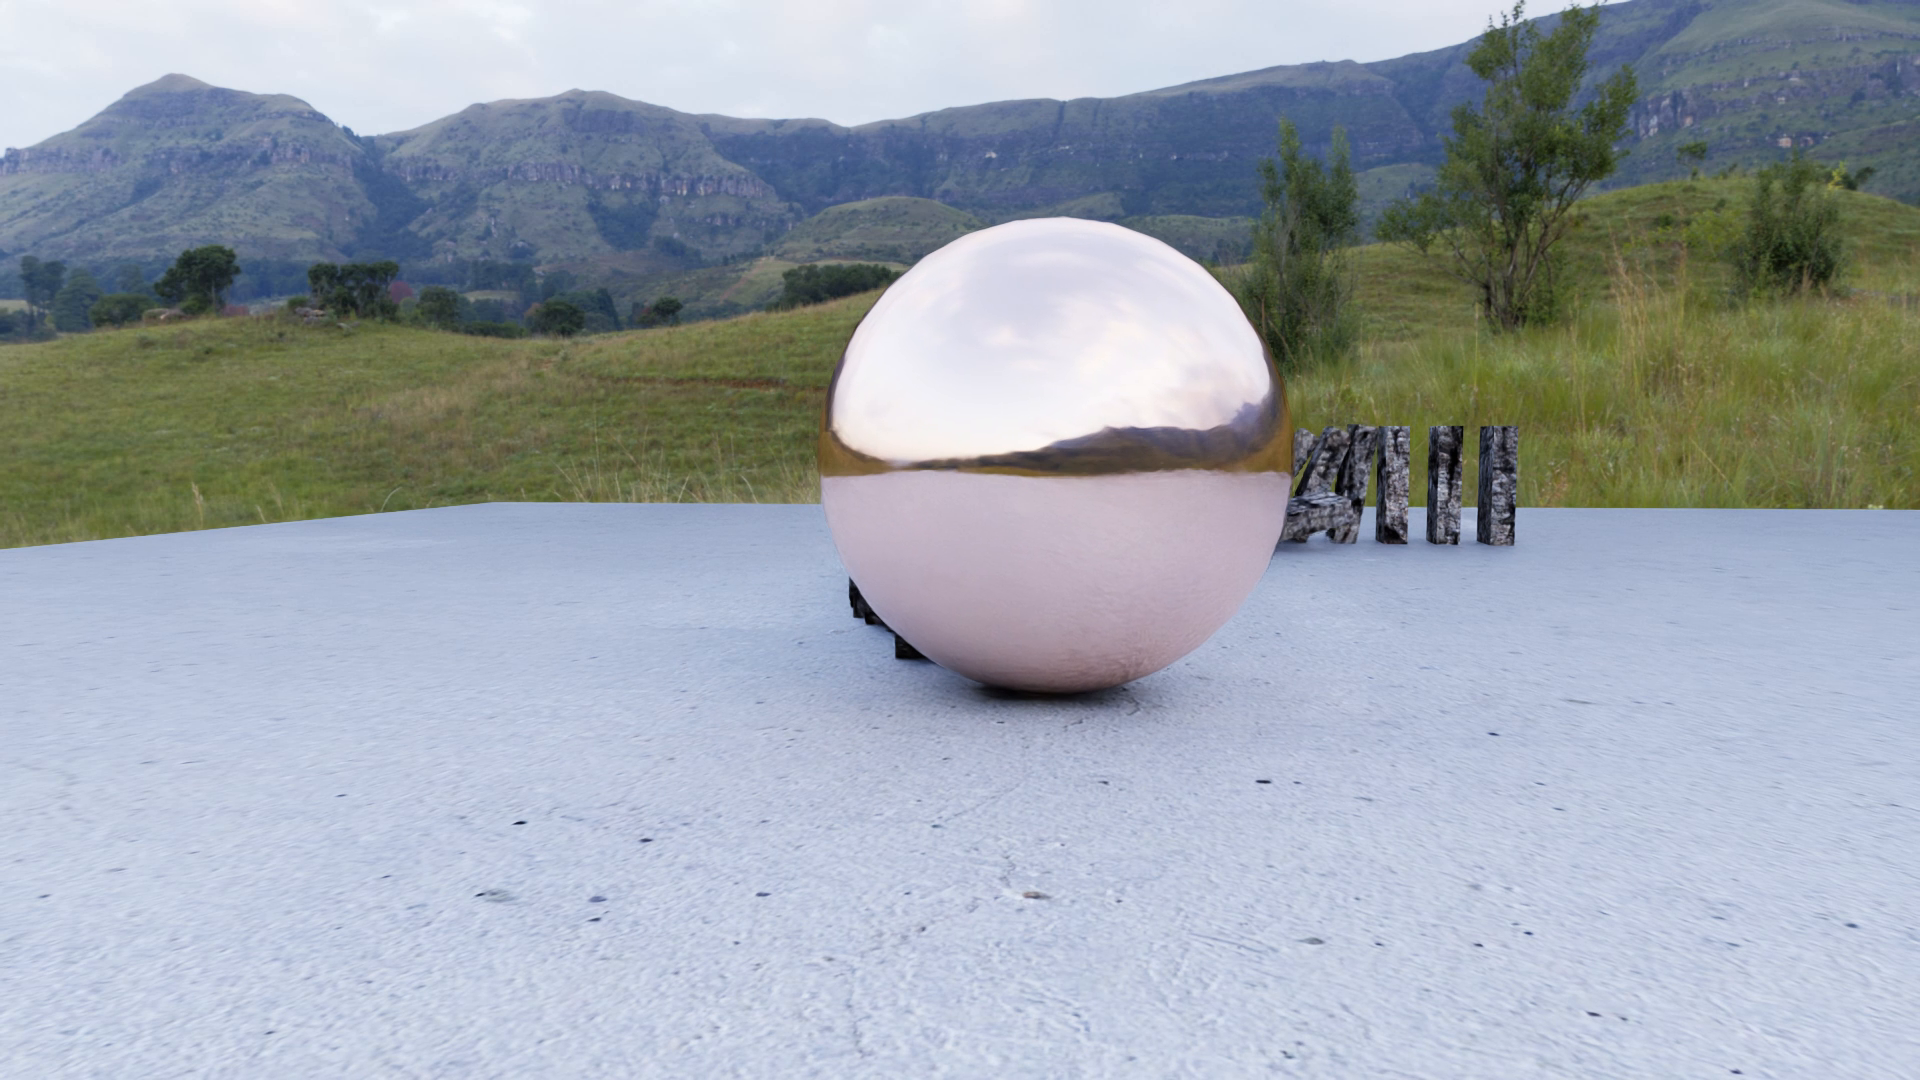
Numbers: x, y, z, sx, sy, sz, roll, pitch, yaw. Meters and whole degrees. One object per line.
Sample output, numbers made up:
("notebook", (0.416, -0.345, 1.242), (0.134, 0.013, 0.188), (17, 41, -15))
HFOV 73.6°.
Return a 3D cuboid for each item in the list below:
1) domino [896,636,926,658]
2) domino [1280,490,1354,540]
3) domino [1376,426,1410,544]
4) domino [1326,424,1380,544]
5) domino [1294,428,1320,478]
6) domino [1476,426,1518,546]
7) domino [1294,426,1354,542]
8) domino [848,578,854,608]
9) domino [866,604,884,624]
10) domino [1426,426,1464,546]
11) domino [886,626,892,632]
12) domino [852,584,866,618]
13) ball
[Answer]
("domino", (-0.001, 0.000, 0.265), (0.025, 0.050, 0.010), (0, -34, -3))
("domino", (0.129, -0.008, 0.514), (0.050, 0.010, 0.025), (-13, 13, -2))
("domino", (0.187, -0.024, 0.555), (0.009, 0.050, 0.025), (1, 4, 10))
("domino", (0.170, -0.025, 0.558), (0.010, 0.050, 0.025), (11, 6, 7))
("domino", (0.138, -0.025, 0.571), (0.009, 0.050, 0.025), (37, -15, -2))
("domino", (0.229, -0.024, 0.548), (0.010, 0.050, 0.025), (1, 4, 9))
("domino", (0.155, -0.024, 0.560), (0.009, 0.050, 0.025), (23, 7, 5))
("domino", (-0.016, 0.000, 0.353), (0.025, 0.009, 0.050), (0, 33, -1))
("domino", (-0.010, -0.003, 0.314), (0.025, 0.050, 0.009), (0, -37, -3))
("domino", (0.208, -0.024, 0.551), (0.009, 0.050, 0.025), (1, 4, 11))
("domino", (-0.005, -0.003, 0.301), (0.025, 0.050, 0.010), (0, -34, -3))
("domino", (-0.015, 0.001, 0.333), (0.025, 0.009, 0.050), (-1, 34, -3))
("ball", (0.016, -0.014, 0.219), (0.080, 0.080, 0.080), (0, 4, 0))
